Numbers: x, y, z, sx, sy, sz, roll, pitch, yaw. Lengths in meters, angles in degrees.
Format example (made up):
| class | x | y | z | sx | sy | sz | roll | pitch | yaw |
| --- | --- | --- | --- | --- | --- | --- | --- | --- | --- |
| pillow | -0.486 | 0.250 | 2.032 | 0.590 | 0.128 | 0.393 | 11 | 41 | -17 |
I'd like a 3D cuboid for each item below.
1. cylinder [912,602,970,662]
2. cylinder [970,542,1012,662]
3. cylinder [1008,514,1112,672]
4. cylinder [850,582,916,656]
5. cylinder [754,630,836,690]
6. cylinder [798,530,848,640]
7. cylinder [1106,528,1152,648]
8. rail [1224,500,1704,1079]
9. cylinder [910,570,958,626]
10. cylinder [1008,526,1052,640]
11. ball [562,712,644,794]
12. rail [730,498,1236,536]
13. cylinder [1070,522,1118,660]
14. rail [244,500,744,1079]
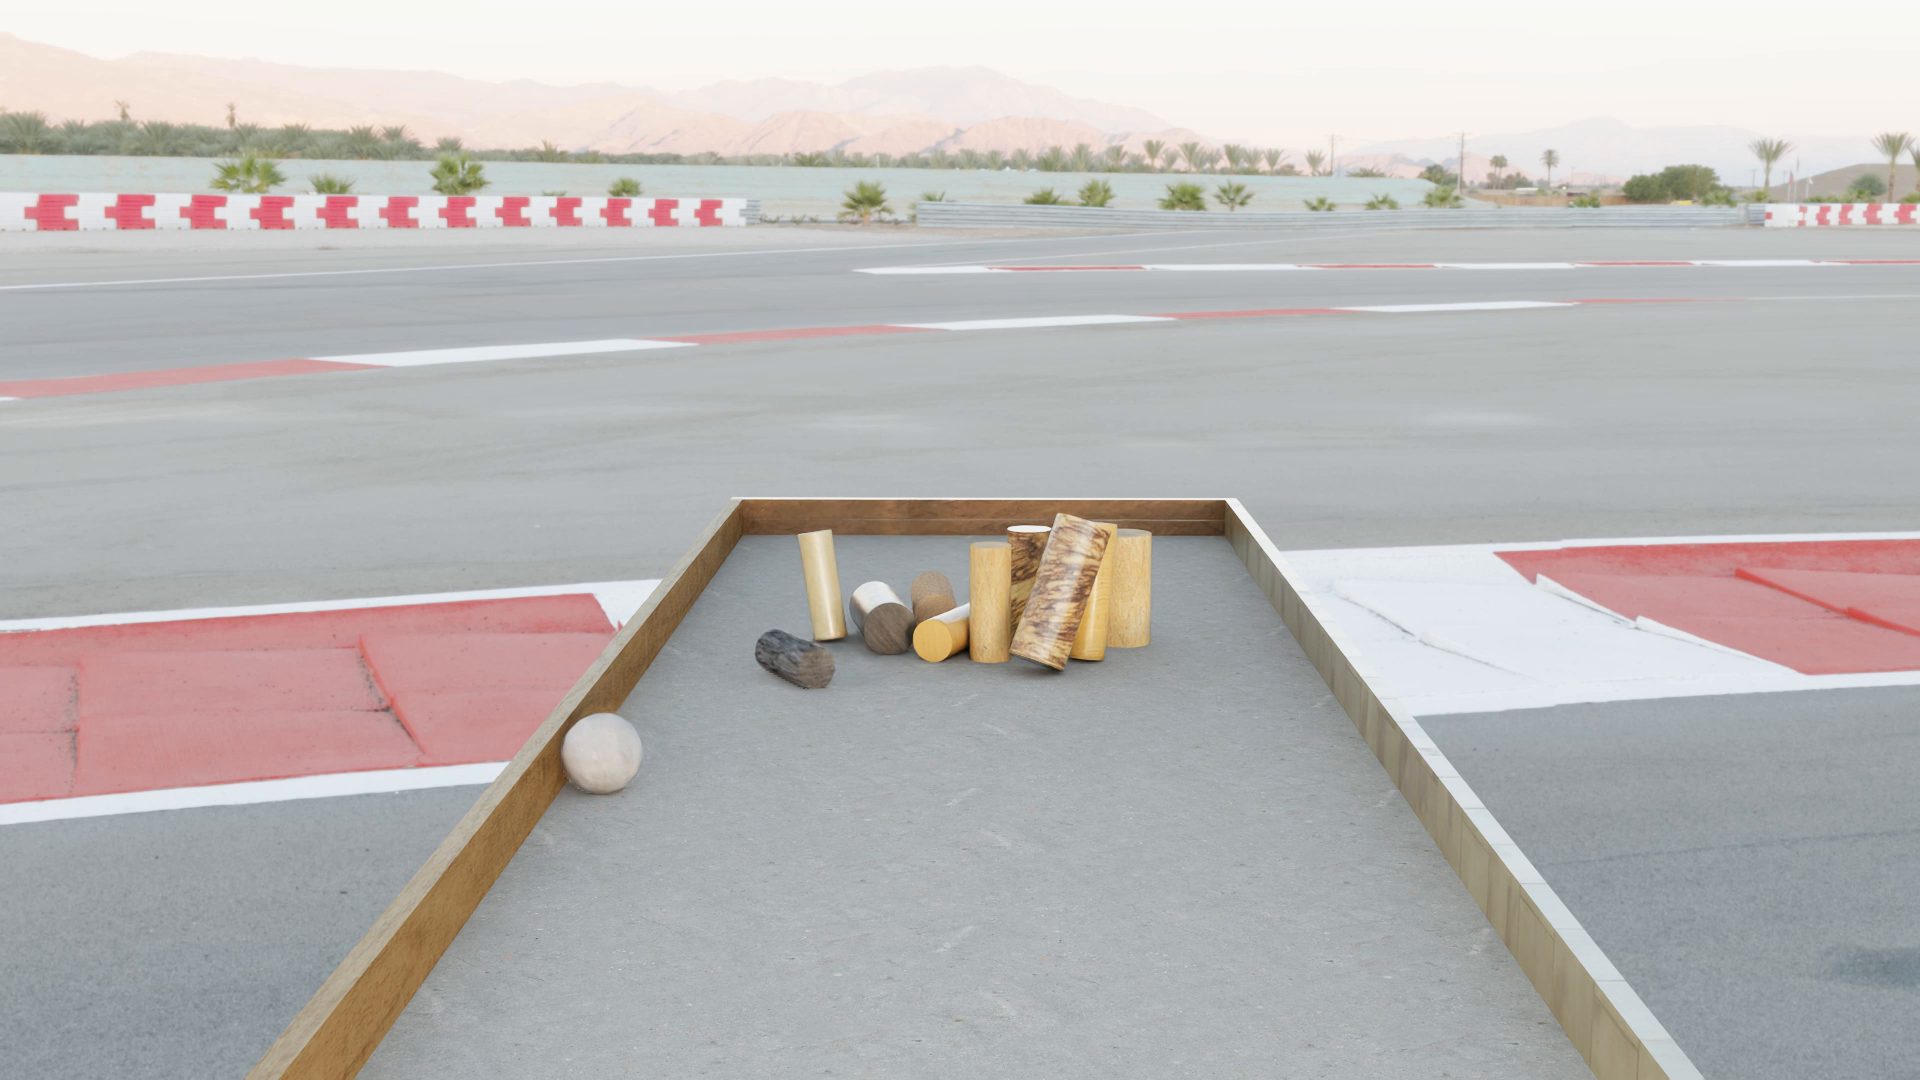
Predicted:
| class | x | y | z | sx | sy | sz | roll | pitch | yaw |
| --- | --- | --- | --- | --- | --- | --- | --- | --- | --- |
| cylinder | -0.001 | 0.277 | 6.843 | 0.131 | 0.131 | 0.401 | 4 | 10 | 24 |
| cylinder | 0.092 | 0.188 | 6.698 | 0.128 | 0.352 | 0.128 | 0 | 9 | 0 |
| cylinder | 0.297 | 0.156 | 6.521 | 0.172 | 0.438 | 0.172 | 19 | -6 | 2 |
| cylinder | -0.246 | 0.244 | 6.942 | 0.164 | 0.164 | 0.378 | -2 | 9 | -10 |
| cylinder | -0.484 | 0.347 | 6.432 | 0.121 | 0.121 | 0.304 | -5 | 10 | -28 |
| cylinder | -0.436 | 0.143 | 6.978 | 0.108 | 0.340 | 0.108 | -9 | 3 | 0 |
| cylinder | 0.516 | 0.151 | 6.943 | 0.175 | 0.350 | 0.175 | 0 | 9 | 0 |
| rail | 1.046 | 0.843 | 3.208 | 0.050 | 0.150 | 12.000 | 0 | 9 | 1 |
| cylinder | -0.086 | 0.209 | 7.237 | 0.143 | 0.143 | 0.432 | 0 | 9 | -3 |
| cylinder | 0.218 | 0.144 | 6.946 | 0.138 | 0.362 | 0.138 | 0 | 9 | 0 |
| ball | -0.848 | 0.505 | 5.214 | 0.190 | 0.190 | 0.190 | 0 | 9 | 0 |
| rail | 0.099 | -0.098 | 9.147 | 2.100 | 0.150 | 0.050 | 0 | 9 | 1 |
| cylinder | 0.401 | 0.153 | 6.690 | 0.116 | 0.412 | 0.116 | 5 | 3 | 0 |
| rail | -1.004 | 0.839 | 3.234 | 0.050 | 0.150 | 12.000 | 0 | 9 | 1 |
